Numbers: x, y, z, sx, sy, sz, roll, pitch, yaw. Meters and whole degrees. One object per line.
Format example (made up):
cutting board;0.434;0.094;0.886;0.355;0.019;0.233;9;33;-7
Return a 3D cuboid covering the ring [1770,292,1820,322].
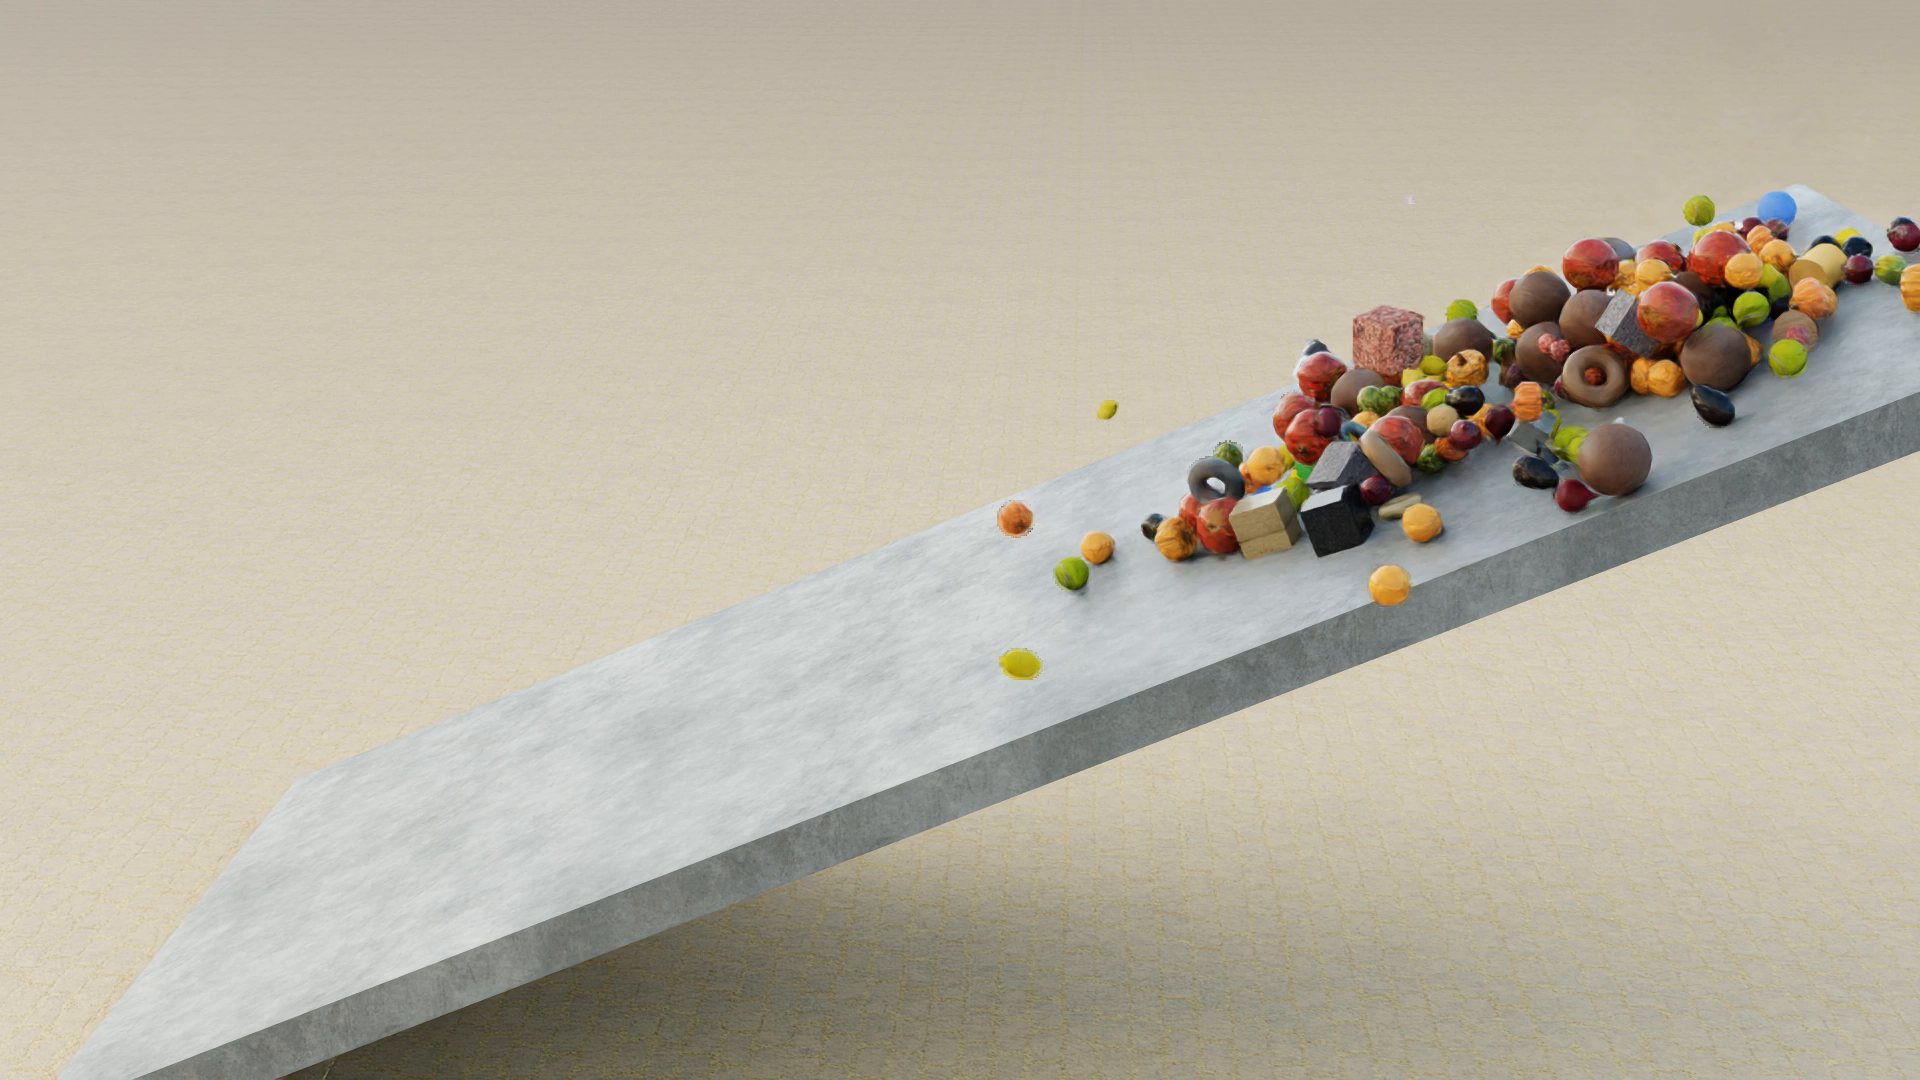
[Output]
ring;1.666;-0.466;5.875;0.104;0.035;0.104;-22;13;5

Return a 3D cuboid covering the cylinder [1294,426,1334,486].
cylinder;0.761;-0.169;6.105;0.098;0.098;0.098;12;40;39

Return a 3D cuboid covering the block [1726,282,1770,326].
block;1.562;-0.468;5.832;0.061;0.061;0.061;-14;26;-6

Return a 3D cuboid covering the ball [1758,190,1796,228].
ball;1.836;-0.742;6.613;0.085;0.085;0.085;0;14;0

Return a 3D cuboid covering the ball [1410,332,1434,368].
ball;0.931;-0.395;6.049;0.085;0.085;0.085;0;14;0

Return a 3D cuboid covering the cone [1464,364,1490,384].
cone;1.130;-0.358;6.416;0.052;0.052;0.052;5;14;3

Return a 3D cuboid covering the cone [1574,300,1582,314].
cone;1.391;-0.503;6.360;0.096;0.096;0.096;8;34;29

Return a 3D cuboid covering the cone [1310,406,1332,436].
cone;0.823;-0.264;6.472;0.081;0.081;0.081;8;18;29

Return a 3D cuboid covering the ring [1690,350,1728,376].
ring;1.455;-0.343;5.708;0.079;0.026;0.079;-26;-10;-5

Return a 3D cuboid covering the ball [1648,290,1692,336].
ball;1.423;-0.456;5.905;0.091;0.091;0.091;0;14;0

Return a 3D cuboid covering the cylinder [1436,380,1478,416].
cylinder;1.050;-0.295;6.205;0.062;0.062;0.062;-28;25;-21

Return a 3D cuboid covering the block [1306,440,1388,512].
block;0.769;-0.124;5.818;0.100;0.100;0.100;40;-19;-23

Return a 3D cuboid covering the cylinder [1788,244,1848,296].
cylinder;1.736;-0.544;5.950;0.087;0.087;0.087;13;35;42

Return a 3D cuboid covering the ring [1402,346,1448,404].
ring;1.004;-0.356;6.346;0.046;0.137;0.137;12;19;43

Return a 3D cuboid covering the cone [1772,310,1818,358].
cone;1.613;-0.403;5.603;0.092;0.092;0.092;13;24;40

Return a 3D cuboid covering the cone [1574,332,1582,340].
cone;1.354;-0.457;6.407;0.059;0.059;0.059;24;34;-17

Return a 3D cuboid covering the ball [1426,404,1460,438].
ball;0.942;-0.232;5.740;0.066;0.066;0.066;0;14;0

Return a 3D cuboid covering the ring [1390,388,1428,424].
ring;0.960;-0.287;6.288;0.080;0.080;0.027;3;17;10

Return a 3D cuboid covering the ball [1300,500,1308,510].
ball;0.703;-0.059;5.862;0.050;0.050;0.050;0;14;0

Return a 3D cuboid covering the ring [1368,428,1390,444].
ring;0.858;-0.200;6.124;0.076;0.076;0.025;-3;34;-12

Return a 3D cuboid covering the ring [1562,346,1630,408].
ring;1.245;-0.319;5.761;0.131;0.131;0.044;0;-19;2

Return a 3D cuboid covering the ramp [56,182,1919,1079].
ramp;0.127;0.172;6.288;4.000;0.100;2.000;-22;12;8

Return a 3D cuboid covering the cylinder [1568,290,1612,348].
cylinder;1.312;-0.454;6.060;0.090;0.090;0.090;28;10;-6

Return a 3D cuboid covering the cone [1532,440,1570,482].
cone;1.095;-0.157;5.512;0.072;0.072;0.072;-22;12;5

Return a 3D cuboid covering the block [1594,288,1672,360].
block;1.314;-0.422;5.739;0.091;0.091;0.091;28;11;-16

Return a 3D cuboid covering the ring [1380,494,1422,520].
ring;0.849;-0.064;5.665;0.089;0.030;0.089;-23;10;4

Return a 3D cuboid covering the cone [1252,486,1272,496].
cone;0.642;-0.061;6.016;0.078;0.078;0.078;-12;31;-40

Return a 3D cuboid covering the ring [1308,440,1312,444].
ring;0.802;-0.204;6.312;0.135;0.045;0.135;-22;12;5

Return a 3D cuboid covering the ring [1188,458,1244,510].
ring;0.519;-0.113;5.954;0.120;0.120;0.040;6;37;23

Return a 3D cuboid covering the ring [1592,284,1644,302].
ring;1.387;-0.511;6.208;0.114;0.038;0.114;1;20;0

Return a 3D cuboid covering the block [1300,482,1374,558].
block;0.723;-0.039;5.633;0.096;0.096;0.096;-17;14;26

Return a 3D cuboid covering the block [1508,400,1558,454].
block;1.104;-0.217;5.673;0.060;0.060;0.060;31;46;-1

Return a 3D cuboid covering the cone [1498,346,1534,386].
cone;1.178;-0.383;6.303;0.079;0.079;0.079;-22;12;5

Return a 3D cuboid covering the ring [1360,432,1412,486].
ring;0.799;-0.152;5.516;0.042;0.127;0.127;-42;9;11

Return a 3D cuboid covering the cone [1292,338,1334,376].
cone;0.824;-0.415;7.010;0.095;0.095;0.095;-35;30;-25

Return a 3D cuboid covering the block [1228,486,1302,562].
block;0.604;-0.032;5.814;0.099;0.099;0.099;-18;13;23

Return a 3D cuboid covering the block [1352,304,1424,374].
block;0.830;-0.388;5.696;0.096;0.096;0.096;20;32;41

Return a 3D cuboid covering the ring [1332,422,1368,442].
ring;0.783;-0.203;5.872;0.079;0.026;0.079;7;52;-8

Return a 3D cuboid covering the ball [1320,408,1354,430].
ball;0.797;-0.245;6.220;0.070;0.070;0.070;0;14;0
